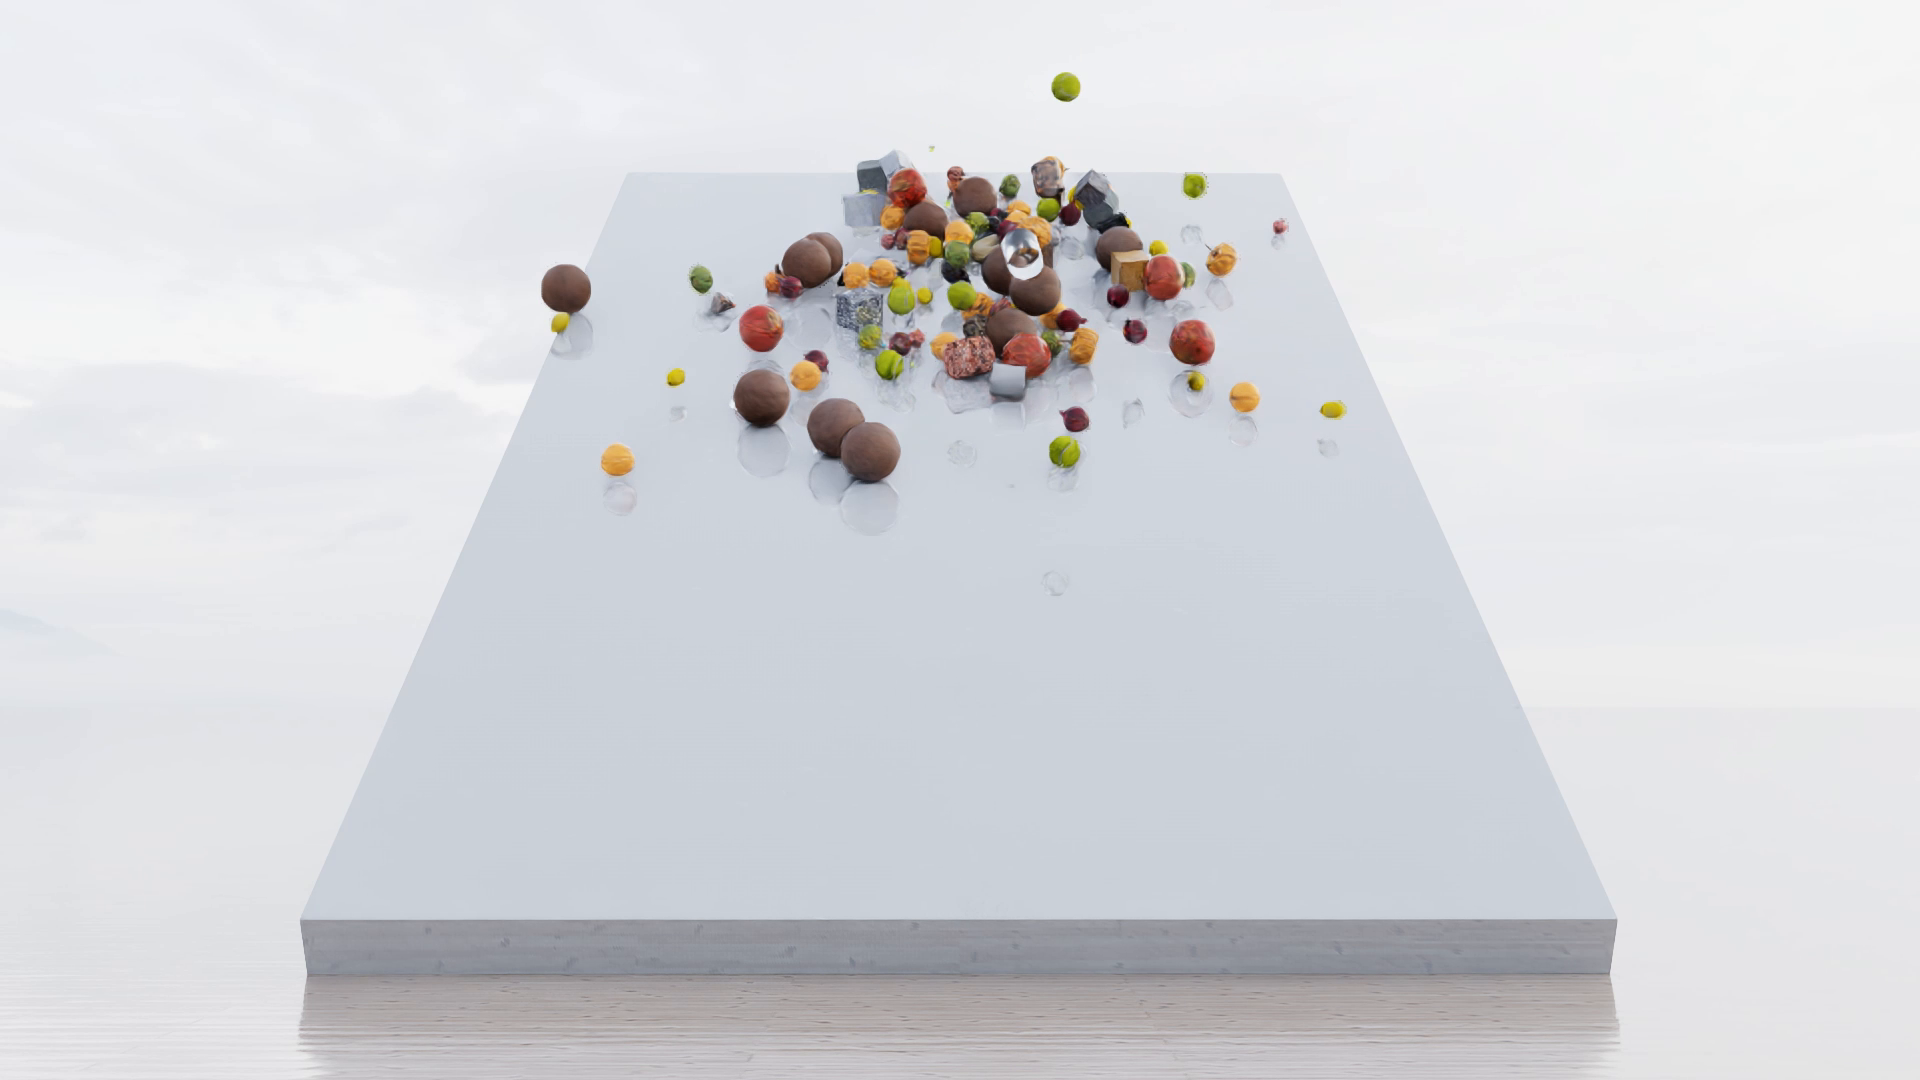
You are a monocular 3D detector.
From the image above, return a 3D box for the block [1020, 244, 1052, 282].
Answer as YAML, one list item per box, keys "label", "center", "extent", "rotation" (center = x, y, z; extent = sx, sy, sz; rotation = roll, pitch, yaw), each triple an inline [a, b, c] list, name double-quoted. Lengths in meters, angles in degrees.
- label: "block"
  center: [0.202, -0.733, 6.209]
  extent: [0.085, 0.085, 0.085]
  rotation: [1, -1, 1]

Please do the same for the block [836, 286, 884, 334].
- label: "block"
  center: [-0.254, -0.581, 5.917]
  extent: [0.083, 0.083, 0.083]
  rotation: [-22, 33, -39]

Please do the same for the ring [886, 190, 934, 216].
- label: "ring"
  center: [-0.147, -0.980, 6.811]
  extent: [0.144, 0.048, 0.144]
  rotation: [0, 26, 0]

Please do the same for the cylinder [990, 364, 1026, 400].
- label: "cylinder"
  center: [0.112, -0.370, 5.458]
  extent: [0.076, 0.076, 0.076]
  rotation: [8, -4, 2]

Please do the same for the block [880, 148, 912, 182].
- label: "block"
  center: [-0.186, -1.099, 6.870]
  extent: [0.060, 0.060, 0.060]
  rotation: [-32, -24, 29]

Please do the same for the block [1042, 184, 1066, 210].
- label: "block"
  center: [0.269, -0.987, 6.729]
  extent: [0.055, 0.055, 0.055]
  rotation: [10, -46, 10]

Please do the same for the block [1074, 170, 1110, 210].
- label: "block"
  center: [0.365, -0.970, 6.491]
  extent: [0.067, 0.067, 0.067]
  rotation: [34, -48, -19]

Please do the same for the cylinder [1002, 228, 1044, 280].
- label: "cylinder"
  center: [0.146, -0.666, 5.454]
  extent: [0.086, 0.086, 0.086]
  rotation: [1, 39, -12]

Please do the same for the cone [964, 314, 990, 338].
- label: "cone"
  center: [0.054, -0.504, 5.769]
  extent: [0.073, 0.073, 0.073]
  rotation: [2, 36, -26]

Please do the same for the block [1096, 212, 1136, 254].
- label: "block"
  center: [0.426, -0.842, 6.424]
  extent: [0.079, 0.079, 0.079]
  rotation: [-25, 13, 4]

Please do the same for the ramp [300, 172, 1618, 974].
- label: "ramp"
  center: [-0.009, -0.229, 5.386]
  extent: [2.000, 0.100, 4.000]
  rotation: [0, 25, 0]

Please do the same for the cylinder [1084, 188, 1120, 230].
- label: "cylinder"
  center: [0.403, -0.944, 6.674]
  extent: [0.090, 0.090, 0.090]
  rotation: [-1, 31, 17]

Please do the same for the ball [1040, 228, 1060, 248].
- label: "ball"
  center: [0.240, -0.802, 6.222]
  extent: [0.054, 0.054, 0.054]
  rotation: [0, -4, 0]

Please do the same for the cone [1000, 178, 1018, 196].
- label: "cone"
  center: [0.153, -1.041, 6.971]
  extent: [0.052, 0.052, 0.052]
  rotation: [46, 16, 22]

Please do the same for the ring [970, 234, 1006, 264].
- label: "ring"
  center: [0.099, -0.796, 6.402]
  extent: [0.145, 0.048, 0.145]
  rotation: [-11, 25, 5]

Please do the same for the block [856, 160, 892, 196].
- label: "block"
  center: [-0.253, -1.073, 6.946]
  extent: [0.088, 0.088, 0.088]
  rotation: [-6, 25, 6]

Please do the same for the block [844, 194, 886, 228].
- label: "block"
  center: [-0.263, -0.917, 6.519]
  extent: [0.085, 0.085, 0.085]
  rotation: [3, 13, 25]

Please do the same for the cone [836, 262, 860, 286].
- label: "cone"
  center: [-0.298, -0.712, 6.222]
  extent: [0.062, 0.062, 0.062]
  rotation: [0, 25, 0]

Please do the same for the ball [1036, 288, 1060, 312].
- label: "ball"
  center: [0.227, -0.614, 6.017]
  extent: [0.061, 0.061, 0.061]
  rotation: [0, -4, 0]

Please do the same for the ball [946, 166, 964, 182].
- label: "ball"
  center: [-0.013, -1.063, 6.805]
  extent: [0.050, 0.050, 0.050]
  rotation: [0, -4, 0]

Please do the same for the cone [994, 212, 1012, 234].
- label: "cone"
  center: [0.138, -0.888, 6.635]
  extent: [0.067, 0.067, 0.067]
  rotation: [-2, -5, 26]

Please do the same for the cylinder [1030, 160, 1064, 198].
- label: "cylinder"
  center: [0.242, -0.998, 6.472]
  extent: [0.080, 0.080, 0.080]
  rotation: [-11, -8, -2]

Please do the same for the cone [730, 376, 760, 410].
- label: "cone"
  center: [-0.500, -0.348, 5.433]
  extent: [0.072, 0.072, 0.072]
  rotation: [0, 25, 0]

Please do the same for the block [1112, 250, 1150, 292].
- label: "block"
  center: [0.452, -0.710, 6.198]
  extent: [0.083, 0.083, 0.083]
  rotation: [-5, 26, -11]

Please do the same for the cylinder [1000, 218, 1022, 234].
- label: "cylinder"
  center: [0.139, -0.858, 6.521]
  extent: [0.053, 0.053, 0.053]
  rotation: [12, -32, 7]
